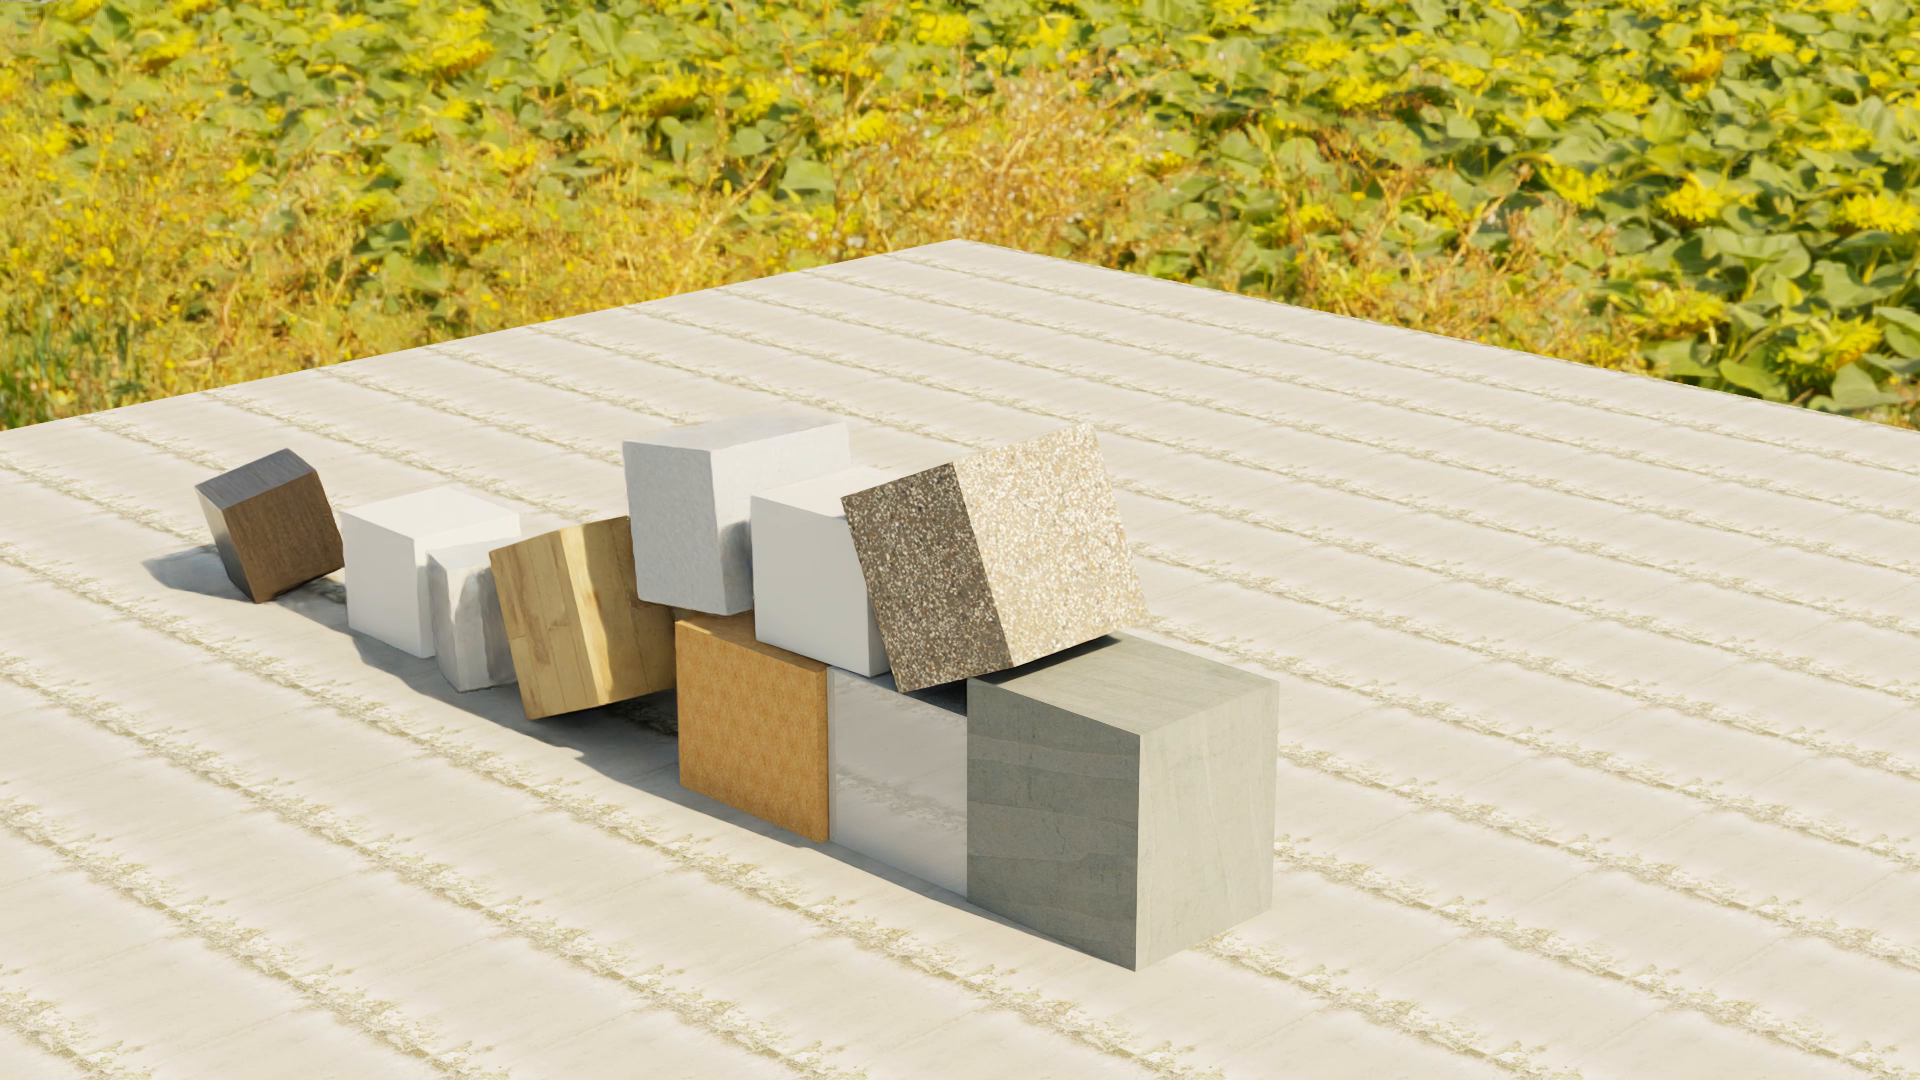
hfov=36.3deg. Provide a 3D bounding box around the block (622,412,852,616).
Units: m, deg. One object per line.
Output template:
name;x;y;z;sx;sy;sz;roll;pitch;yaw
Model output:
block;-1.079;-0.144;14.544;0.856;0.806;0.713;-15;15;-40

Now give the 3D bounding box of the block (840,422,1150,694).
block;0.158;0.080;13.155;0.867;0.920;0.800;-17;1;-41

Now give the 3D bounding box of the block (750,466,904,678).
block;-0.443;0.133;13.845;0.717;0.720;0.808;-16;22;-41

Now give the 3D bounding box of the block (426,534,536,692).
block;-2.507;0.386;15.901;0.609;0.666;0.543;-9;15;-21

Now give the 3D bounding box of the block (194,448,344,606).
block;-4.069;-0.088;17.350;0.599;0.627;0.568;-25;26;-22

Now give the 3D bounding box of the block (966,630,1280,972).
block;0.712;1.121;12.974;0.913;1.081;1.014;-17;24;-42

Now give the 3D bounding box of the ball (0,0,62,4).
ball;-3.032;-2.527;9.369;1.600;1.600;1.600;0;17;0

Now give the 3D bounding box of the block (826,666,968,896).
block;0.007;1.016;13.665;0.822;0.867;0.942;-17;24;-42

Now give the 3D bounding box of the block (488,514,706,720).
block;-1.758;0.359;15.276;0.945;0.907;0.836;-13;-1;-35

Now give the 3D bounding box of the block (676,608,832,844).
block;-0.691;0.813;14.338;0.942;0.851;1.018;-17;24;-42

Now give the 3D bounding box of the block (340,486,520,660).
block;-2.987;0.174;16.621;0.696;0.700;0.744;-16;24;-41
